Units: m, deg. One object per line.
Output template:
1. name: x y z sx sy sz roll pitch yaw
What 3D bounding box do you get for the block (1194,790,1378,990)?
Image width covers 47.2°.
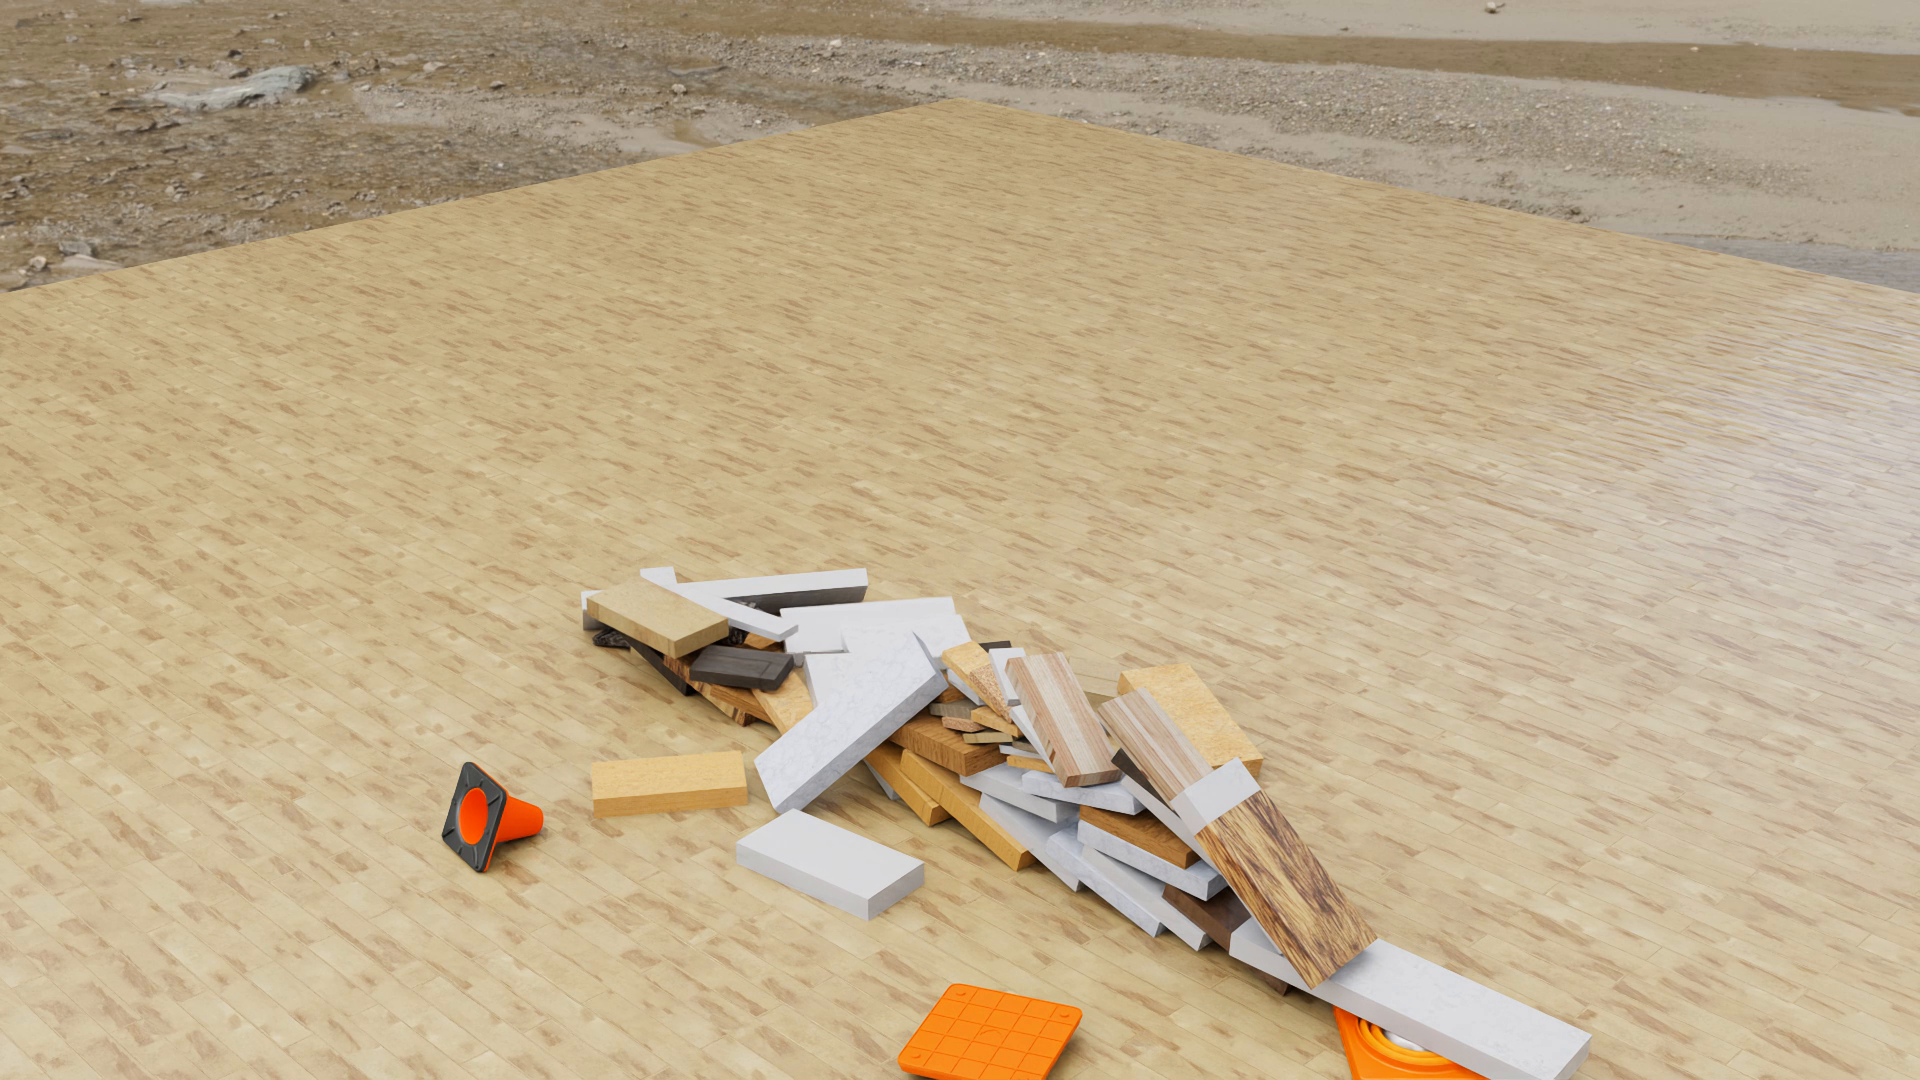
1. block: 0.561 0.597 3.783 0.161 0.046 0.322 -24 71 -43

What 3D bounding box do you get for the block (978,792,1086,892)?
1. block: 0.181 0.560 4.268 0.137 0.039 0.275 -20 46 -39

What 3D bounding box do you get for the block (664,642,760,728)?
1. block: -0.519 0.307 4.908 0.278 0.039 0.139 34 38 33

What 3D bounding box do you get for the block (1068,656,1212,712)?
1. block: 0.391 0.340 4.826 0.320 0.045 0.160 12 23 0

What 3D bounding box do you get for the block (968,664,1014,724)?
1. block: 0.085 0.292 4.226 0.068 0.019 0.137 -18 49 -33

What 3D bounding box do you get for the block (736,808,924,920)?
1. block: -0.251 0.622 4.235 0.334 0.047 0.167 17 28 34

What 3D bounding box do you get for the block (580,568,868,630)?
1. block: -0.562 0.141 5.252 0.673 0.044 0.155 -5 -20 -11

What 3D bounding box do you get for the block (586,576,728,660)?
1. block: -0.681 0.172 4.943 0.310 0.044 0.155 22 33 38

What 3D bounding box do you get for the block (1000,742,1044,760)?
1. block: 0.137 0.398 4.227 0.058 0.016 0.116 -22 18 -41

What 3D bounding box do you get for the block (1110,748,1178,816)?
1. block: 0.396 0.435 3.981 0.229 0.033 0.115 39 41 11

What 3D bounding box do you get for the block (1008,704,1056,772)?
1. block: 0.164 0.367 4.131 0.068 0.019 0.159 -14 47 -30

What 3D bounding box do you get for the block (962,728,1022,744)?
1. block: 0.077 0.373 4.266 0.068 0.019 0.136 -21 9 -42

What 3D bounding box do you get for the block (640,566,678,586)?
1. block: -0.747 0.113 5.465 0.084 0.024 0.167 -5 23 -11

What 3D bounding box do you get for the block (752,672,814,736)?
1. block: -0.357 0.372 4.753 0.103 0.029 0.205 -11 44 -33

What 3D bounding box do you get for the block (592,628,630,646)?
1. block: -0.793 0.229 5.170 0.127 0.018 0.063 2 19 26

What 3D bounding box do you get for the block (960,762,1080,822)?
1. block: 0.141 0.469 4.271 0.137 0.039 0.274 -19 24 -38

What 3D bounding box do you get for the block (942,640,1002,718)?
1. block: 0.053 0.269 4.291 0.077 0.022 0.197 -18 43 -33

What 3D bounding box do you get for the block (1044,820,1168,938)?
1. block: 0.308 0.626 4.142 0.275 0.039 0.137 35 39 29

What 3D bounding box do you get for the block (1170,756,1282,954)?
1. block: 0.524 0.551 3.865 0.161 0.046 0.322 -24 73 -43

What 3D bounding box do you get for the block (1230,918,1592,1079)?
1. block: 0.758 0.772 3.745 0.601 0.046 0.161 21 32 33

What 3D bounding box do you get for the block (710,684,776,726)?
1. block: -0.432 0.343 4.810 0.205 0.029 0.103 24 36 9

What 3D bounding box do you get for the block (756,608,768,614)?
1. block: -0.529 0.193 5.200 0.167 0.024 0.084 -7 20 -36

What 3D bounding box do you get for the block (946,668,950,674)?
1. block: 0.058 0.291 5.045 0.161 0.023 0.081 -13 26 -28

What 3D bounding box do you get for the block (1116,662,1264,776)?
1. block: 0.486 0.388 4.672 0.167 0.047 0.334 -6 36 -25

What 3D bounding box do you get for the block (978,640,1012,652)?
1. block: 0.081 0.267 5.014 0.081 0.023 0.161 -6 14 -2

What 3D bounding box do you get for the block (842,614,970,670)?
1. block: -0.119 0.247 5.035 0.283 0.040 0.141 -7 37 -13

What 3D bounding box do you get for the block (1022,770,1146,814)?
1. block: 0.256 0.455 4.113 0.262 0.035 0.122 6 21 42

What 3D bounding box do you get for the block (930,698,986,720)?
1. block: 0.017 0.331 4.382 0.087 0.025 0.174 -13 5 -27

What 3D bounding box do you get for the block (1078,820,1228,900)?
1. block: 0.377 0.563 4.060 0.291 0.041 0.145 21 31 35

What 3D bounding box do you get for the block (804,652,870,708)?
1. block: -0.244 0.355 4.753 0.141 0.040 0.283 -1 39 -16

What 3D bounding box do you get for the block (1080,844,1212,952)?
1. block: 0.381 0.633 4.085 0.291 0.041 0.145 36 39 30

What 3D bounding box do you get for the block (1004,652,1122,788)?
1. block: 0.194 0.335 4.136 0.115 0.033 0.310 -5 43 -22

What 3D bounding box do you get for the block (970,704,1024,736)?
1. block: 0.091 0.344 4.233 0.068 0.019 0.136 -18 21 -37

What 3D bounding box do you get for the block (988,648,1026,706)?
1. block: 0.106 0.263 4.235 0.068 0.019 0.137 -2 42 -19

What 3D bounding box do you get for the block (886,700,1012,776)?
1. block: -0.027 0.378 4.439 0.174 0.049 0.348 -17 23 -34

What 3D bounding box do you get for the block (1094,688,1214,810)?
1. block: 0.358 0.375 3.971 0.115 0.033 0.230 -17 58 -41

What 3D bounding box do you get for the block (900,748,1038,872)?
1. block: 0.061 0.508 4.384 0.174 0.049 0.348 -20 46 -39

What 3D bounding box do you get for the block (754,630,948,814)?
1. block: -0.224 0.373 4.461 0.426 0.047 0.167 -40 36 5

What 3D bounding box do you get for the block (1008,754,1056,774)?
1. block: 0.180 0.421 4.167 0.058 0.016 0.200 -22 17 -40

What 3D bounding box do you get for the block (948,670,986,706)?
1. block: 0.047 0.287 4.364 0.087 0.025 0.174 -5 14 -20

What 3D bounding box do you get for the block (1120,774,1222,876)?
1. block: 0.420 0.487 3.994 0.244 0.035 0.122 42 41 14

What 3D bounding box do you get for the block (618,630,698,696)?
1. block: -0.649 0.249 5.039 0.139 0.039 0.278 -18 41 -38

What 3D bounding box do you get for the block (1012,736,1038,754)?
1. block: 0.158 0.388 4.182 0.058 0.016 0.116 -20 16 -34

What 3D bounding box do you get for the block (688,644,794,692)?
1. block: -0.476 0.278 4.802 0.205 0.029 0.103 5 32 19

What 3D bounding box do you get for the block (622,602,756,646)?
1. block: -0.617 0.182 5.025 0.278 0.039 0.139 4 24 8

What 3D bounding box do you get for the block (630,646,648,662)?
1. block: -0.701 0.265 5.113 0.127 0.018 0.063 21 31 41

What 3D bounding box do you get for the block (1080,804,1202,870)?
1. block: 0.354 0.522 4.056 0.244 0.035 0.122 22 31 36

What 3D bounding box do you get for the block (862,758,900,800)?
1. block: -0.143 0.424 4.615 0.141 0.040 0.283 -12 41 -27

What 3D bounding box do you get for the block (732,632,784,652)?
1. block: -0.501 0.231 5.186 0.167 0.024 0.084 18 29 36

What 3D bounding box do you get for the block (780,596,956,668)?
1. block: -0.208 0.214 5.143 0.409 0.045 0.160 -4 39 -9

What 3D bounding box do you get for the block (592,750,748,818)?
1. block: -0.599 0.501 4.523 0.310 0.044 0.155 -4 23 -9

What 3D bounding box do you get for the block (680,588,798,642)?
1. block: -0.510 0.170 4.982 0.316 0.019 0.068 16 28 32

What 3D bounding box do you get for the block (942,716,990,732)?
1. block: 0.023 0.356 4.332 0.068 0.019 0.136 -13 5 -24

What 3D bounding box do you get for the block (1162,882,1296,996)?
1. block: 0.523 0.691 3.976 0.145 0.041 0.291 -21 47 -42

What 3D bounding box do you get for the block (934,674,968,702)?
1. block: -0.032 0.302 4.488 0.087 0.025 0.174 -13 7 -26

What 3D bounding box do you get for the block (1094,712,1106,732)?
1. block: 0.150 0.379 4.809 0.160 0.045 0.320 -20 30 -39

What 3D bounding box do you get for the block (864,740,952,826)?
1. block: -0.093 0.437 4.532 0.174 0.049 0.348 -17 44 -34
